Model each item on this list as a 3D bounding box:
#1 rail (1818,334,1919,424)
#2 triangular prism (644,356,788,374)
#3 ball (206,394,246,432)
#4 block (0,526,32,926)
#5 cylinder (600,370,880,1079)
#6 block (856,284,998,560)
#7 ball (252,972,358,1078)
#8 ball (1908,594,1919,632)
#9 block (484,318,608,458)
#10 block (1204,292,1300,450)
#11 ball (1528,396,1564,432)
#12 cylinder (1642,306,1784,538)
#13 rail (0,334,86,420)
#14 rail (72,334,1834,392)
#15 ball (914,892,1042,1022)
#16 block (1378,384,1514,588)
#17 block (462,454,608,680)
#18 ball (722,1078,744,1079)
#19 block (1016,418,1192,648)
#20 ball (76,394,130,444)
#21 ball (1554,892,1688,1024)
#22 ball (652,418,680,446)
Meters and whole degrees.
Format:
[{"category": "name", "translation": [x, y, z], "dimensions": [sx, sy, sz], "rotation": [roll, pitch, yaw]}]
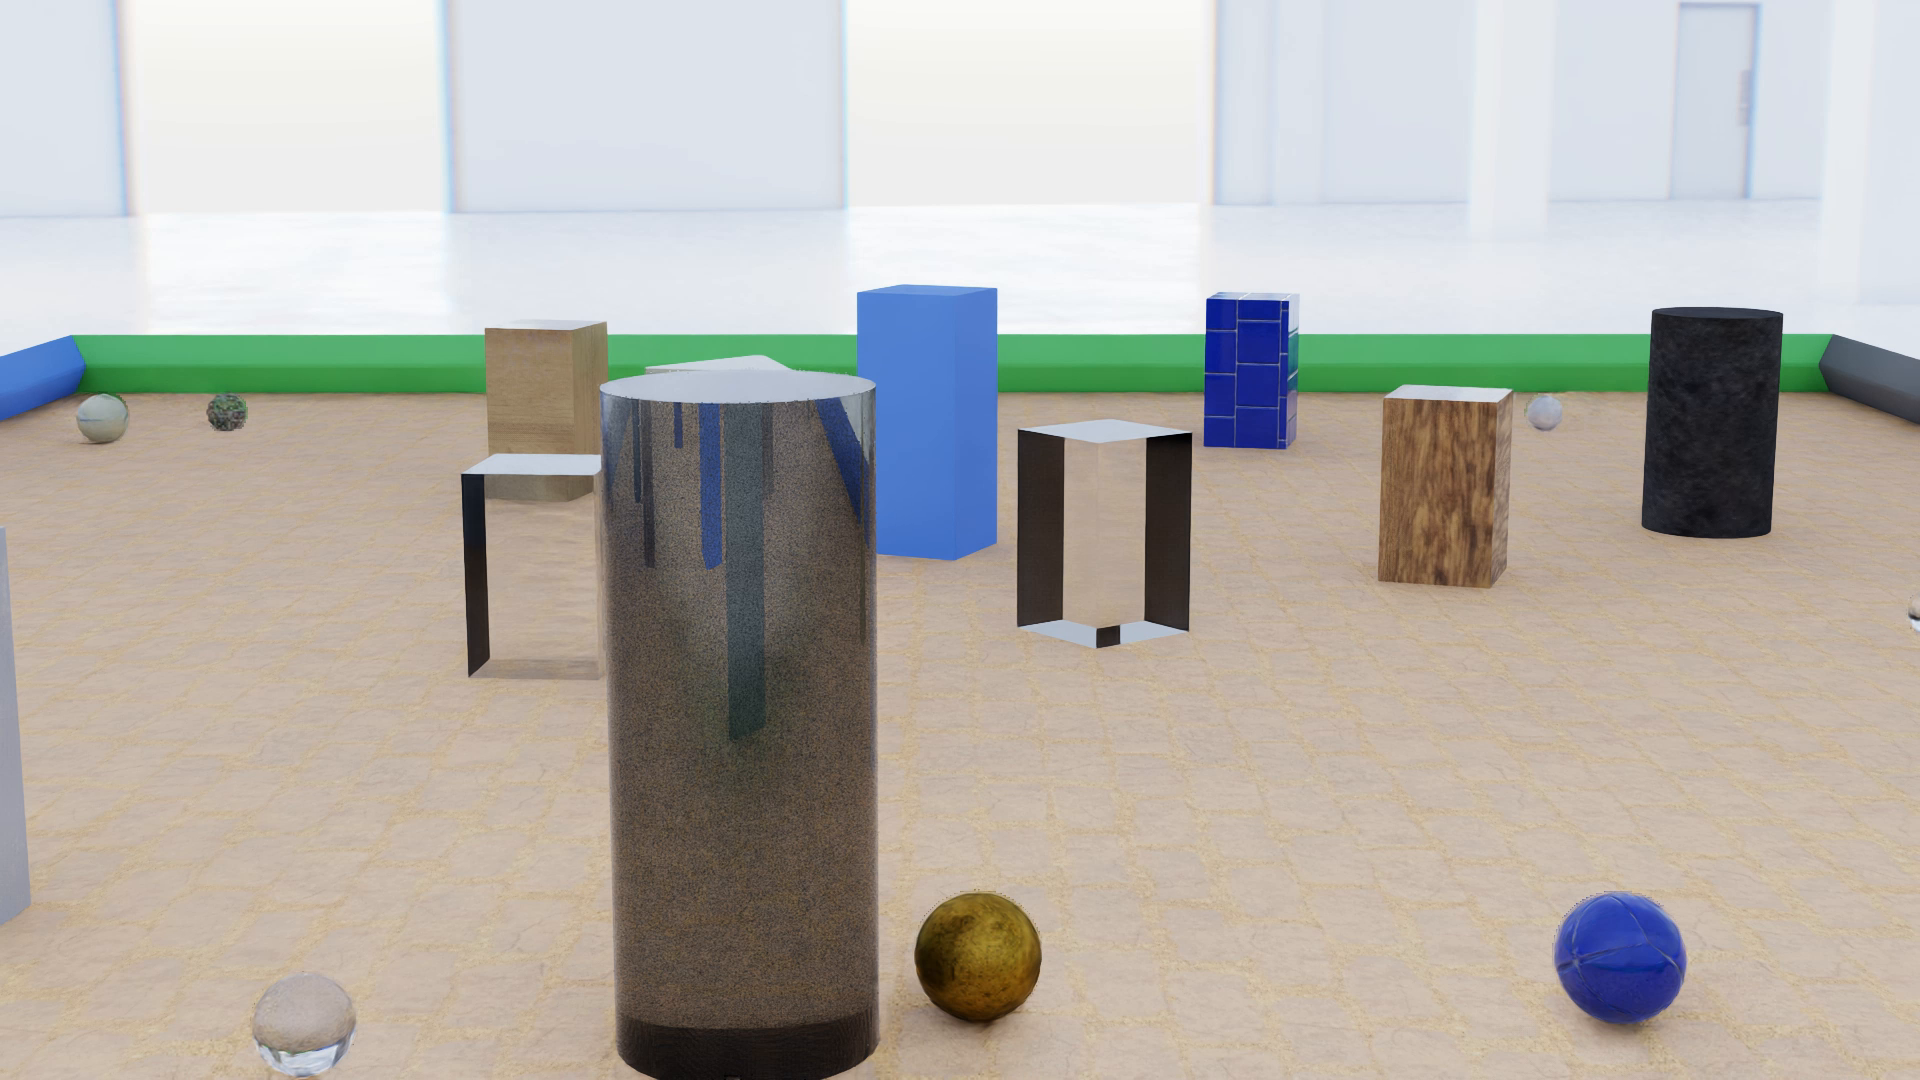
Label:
[{"category": "rail", "translation": [1.961, 0.031, 3.460], "dimensions": [0.045, 0.129, 4.757], "rotation": [0, 10, 0]}, {"category": "triangular prism", "translation": [-0.250, -0.007, 2.944], "dimensions": [0.173, 0.395, 0.150], "rotation": [2, 11, 13]}, {"category": "ball", "translation": [-1.479, -0.257, 5.173], "dimensions": [0.075, 0.075, 0.075], "rotation": [0, 10, 0]}, {"category": "block", "translation": [-0.905, 0.167, 2.156], "dimensions": [0.159, 0.338, 0.159], "rotation": [1, 11, 6]}, {"category": "cylinder", "translation": [-0.160, 0.133, 1.900], "dimensions": [0.199, 0.498, 0.199], "rotation": [0, 10, 0]}, {"category": "block", "translation": [-0.048, -0.182, 3.892], "dimensions": [0.159, 0.394, 0.159], "rotation": [5, 11, 24]}, {"category": "ball", "translation": [-0.478, 0.354, 1.872], "dimensions": [0.075, 0.075, 0.075], "rotation": [0, 10, 0]}, {"category": "ball", "translation": [1.256, 0.095, 3.311], "dimensions": [0.061, 0.061, 0.061], "rotation": [0, 10, 0]}, {"category": "block", "translation": [-0.715, -0.233, 4.463], "dimensions": [0.159, 0.286, 0.159], "rotation": [3, 11, 14]}, {"category": "block", "translation": [0.569, -0.332, 5.001], "dimensions": [0.159, 0.286, 0.159], "rotation": [3, 11, 14]}, {"category": "ball", "translation": [1.181, -0.255, 5.176], "dimensions": [0.071, 0.071, 0.071], "rotation": [0, 10, 0]}, {"category": "cylinder", "translation": [1.192, -0.189, 4.068], "dimensions": [0.199, 0.344, 0.199], "rotation": [0, 10, 0]}, {"category": "rail", "translation": [-1.961, 0.035, 3.438], "dimensions": [0.045, 0.129, 4.757], "rotation": [0, 10, 0]}, {"category": "rail", "translation": [-0.014, -0.395, 5.764], "dimensions": [3.970, 0.129, 0.045], "rotation": [0, 10, 0]}, {"category": "ball", "translation": [0.014, 0.322, 1.980], "dimensions": [0.099, 0.099, 0.099], "rotation": [0, 10, 0]}, {"category": "block", "translation": [0.700, -0.080, 3.696], "dimensions": [0.159, 0.264, 0.159], "rotation": [4, 11, 19]}, {"category": "block", "translation": [-0.507, 0.030, 3.141], "dimensions": [0.159, 0.249, 0.159], "rotation": [1, 11, 4]}, {"category": "ball", "translation": [-0.151, 0.390, 1.706], "dimensions": [0.064, 0.064, 0.064], "rotation": [0, 10, 0]}, {"category": "block", "translation": [0.187, -0.012, 3.333], "dimensions": [0.159, 0.263, 0.159], "rotation": [-8, 13, -37]}, {"category": "ball", "translation": [-1.673, -0.237, 5.008], "dimensions": [0.097, 0.097, 0.097], "rotation": [0, 10, 0]}, {"category": "ball", "translation": [0.509, 0.322, 1.975], "dimensions": [0.100, 0.100, 0.100], "rotation": [0, 10, 0]}, {"category": "ball", "translation": [-0.571, -0.208, 4.971], "dimensions": [0.054, 0.054, 0.054], "rotation": [0, 10, 0]}]
